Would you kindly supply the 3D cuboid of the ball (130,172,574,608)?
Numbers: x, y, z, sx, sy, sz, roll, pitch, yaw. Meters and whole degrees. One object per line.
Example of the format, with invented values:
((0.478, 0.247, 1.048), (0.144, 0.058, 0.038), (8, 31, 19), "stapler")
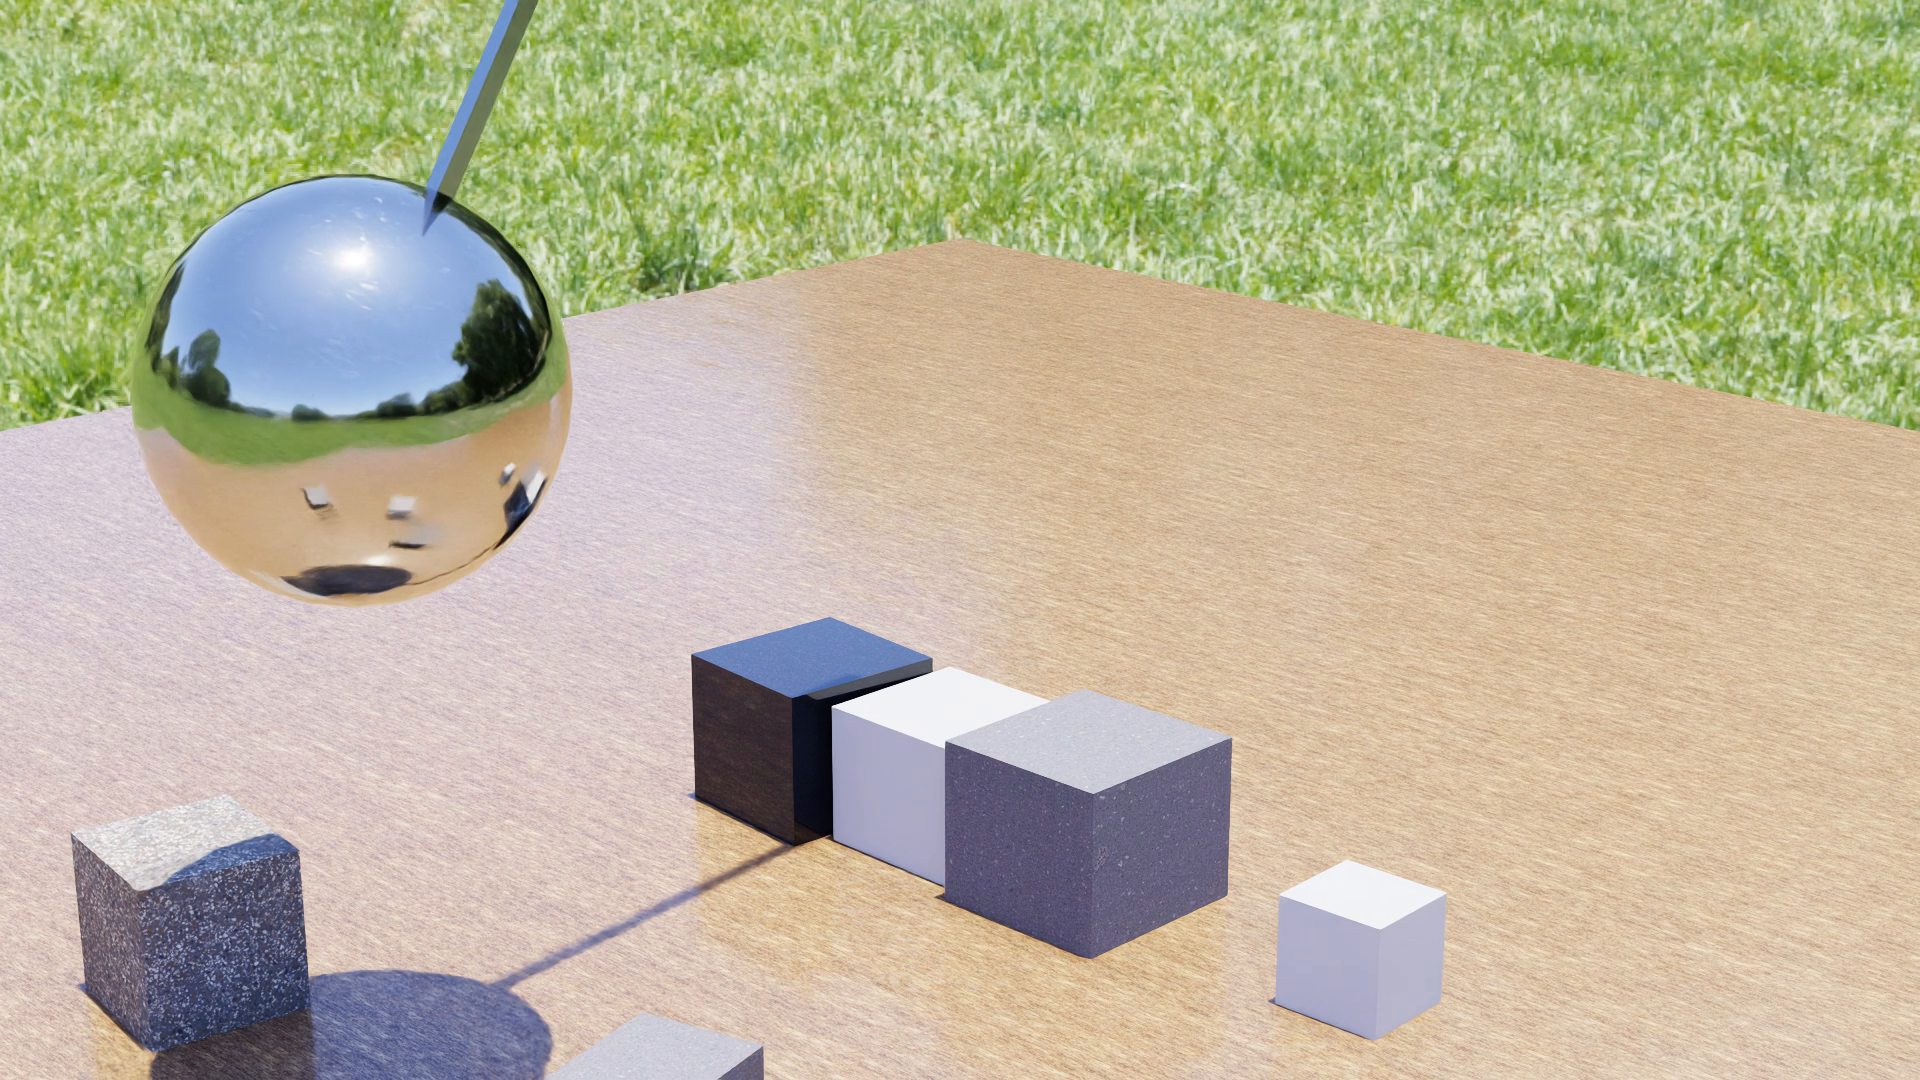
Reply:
((-2.235, -0.551, 10.826), (1.600, 1.600, 1.600), (0, 17, 0), "ball")

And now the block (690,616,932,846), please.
((-0.713, 0.912, 14.205), (0.850, 0.743, 0.799), (-14, 22, -38), "block")

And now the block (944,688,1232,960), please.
((0.570, 1.246, 13.100), (0.881, 0.767, 0.923), (16, 24, 42), "block")

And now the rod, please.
((-0.968, -3.687, 11.168), (0.080, 5.200, 0.080), (17, -8, 42), "rod")

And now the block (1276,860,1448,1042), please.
((1.658, 1.691, 12.137), (0.501, 0.495, 0.480), (15, 23, 40), "block")

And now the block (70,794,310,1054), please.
((-3.188, 1.575, 12.153), (0.684, 0.709, 0.737), (-12, 21, -35), "block")

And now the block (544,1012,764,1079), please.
((-1.102, 2.140, 10.636), (0.539, 0.540, 0.615), (10, 20, 28), "block")

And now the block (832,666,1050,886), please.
((-0.030, 1.102, 13.718), (0.773, 0.672, 0.832), (-17, 24, -42), "block")
